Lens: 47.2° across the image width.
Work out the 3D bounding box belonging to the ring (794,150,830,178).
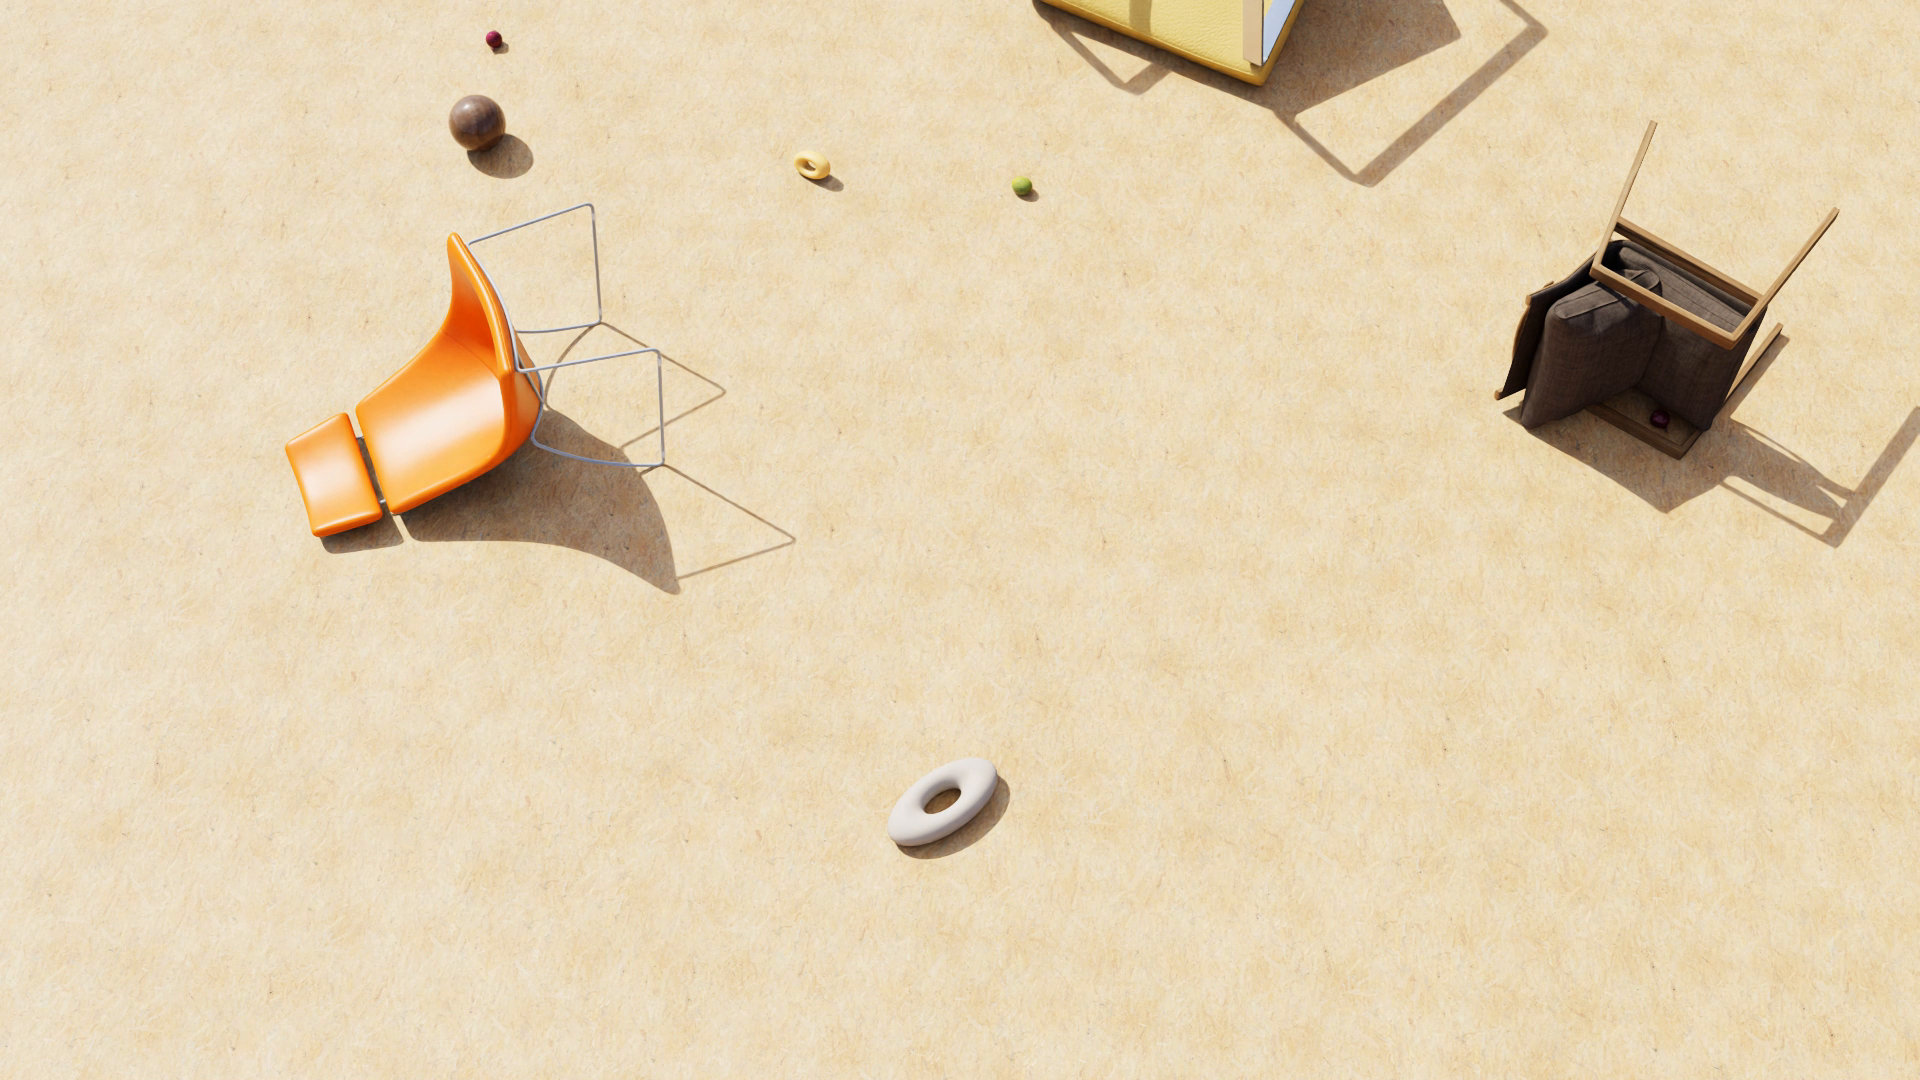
[{"bbox_3d":[-0.495,-1.257,7.365,0.145,0.092,0.051,22,40,28],"label":"ring"}]

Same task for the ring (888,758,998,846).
[{"bbox_3d":[-0.047,0.718,6.045,0.360,0.079,0.180,-33,61,-19],"label":"ring"}]

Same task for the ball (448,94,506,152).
[{"bbox_3d":[-1.624,-1.403,7.399,0.192,0.192,0.192,0,56,0],"label":"ball"}]
